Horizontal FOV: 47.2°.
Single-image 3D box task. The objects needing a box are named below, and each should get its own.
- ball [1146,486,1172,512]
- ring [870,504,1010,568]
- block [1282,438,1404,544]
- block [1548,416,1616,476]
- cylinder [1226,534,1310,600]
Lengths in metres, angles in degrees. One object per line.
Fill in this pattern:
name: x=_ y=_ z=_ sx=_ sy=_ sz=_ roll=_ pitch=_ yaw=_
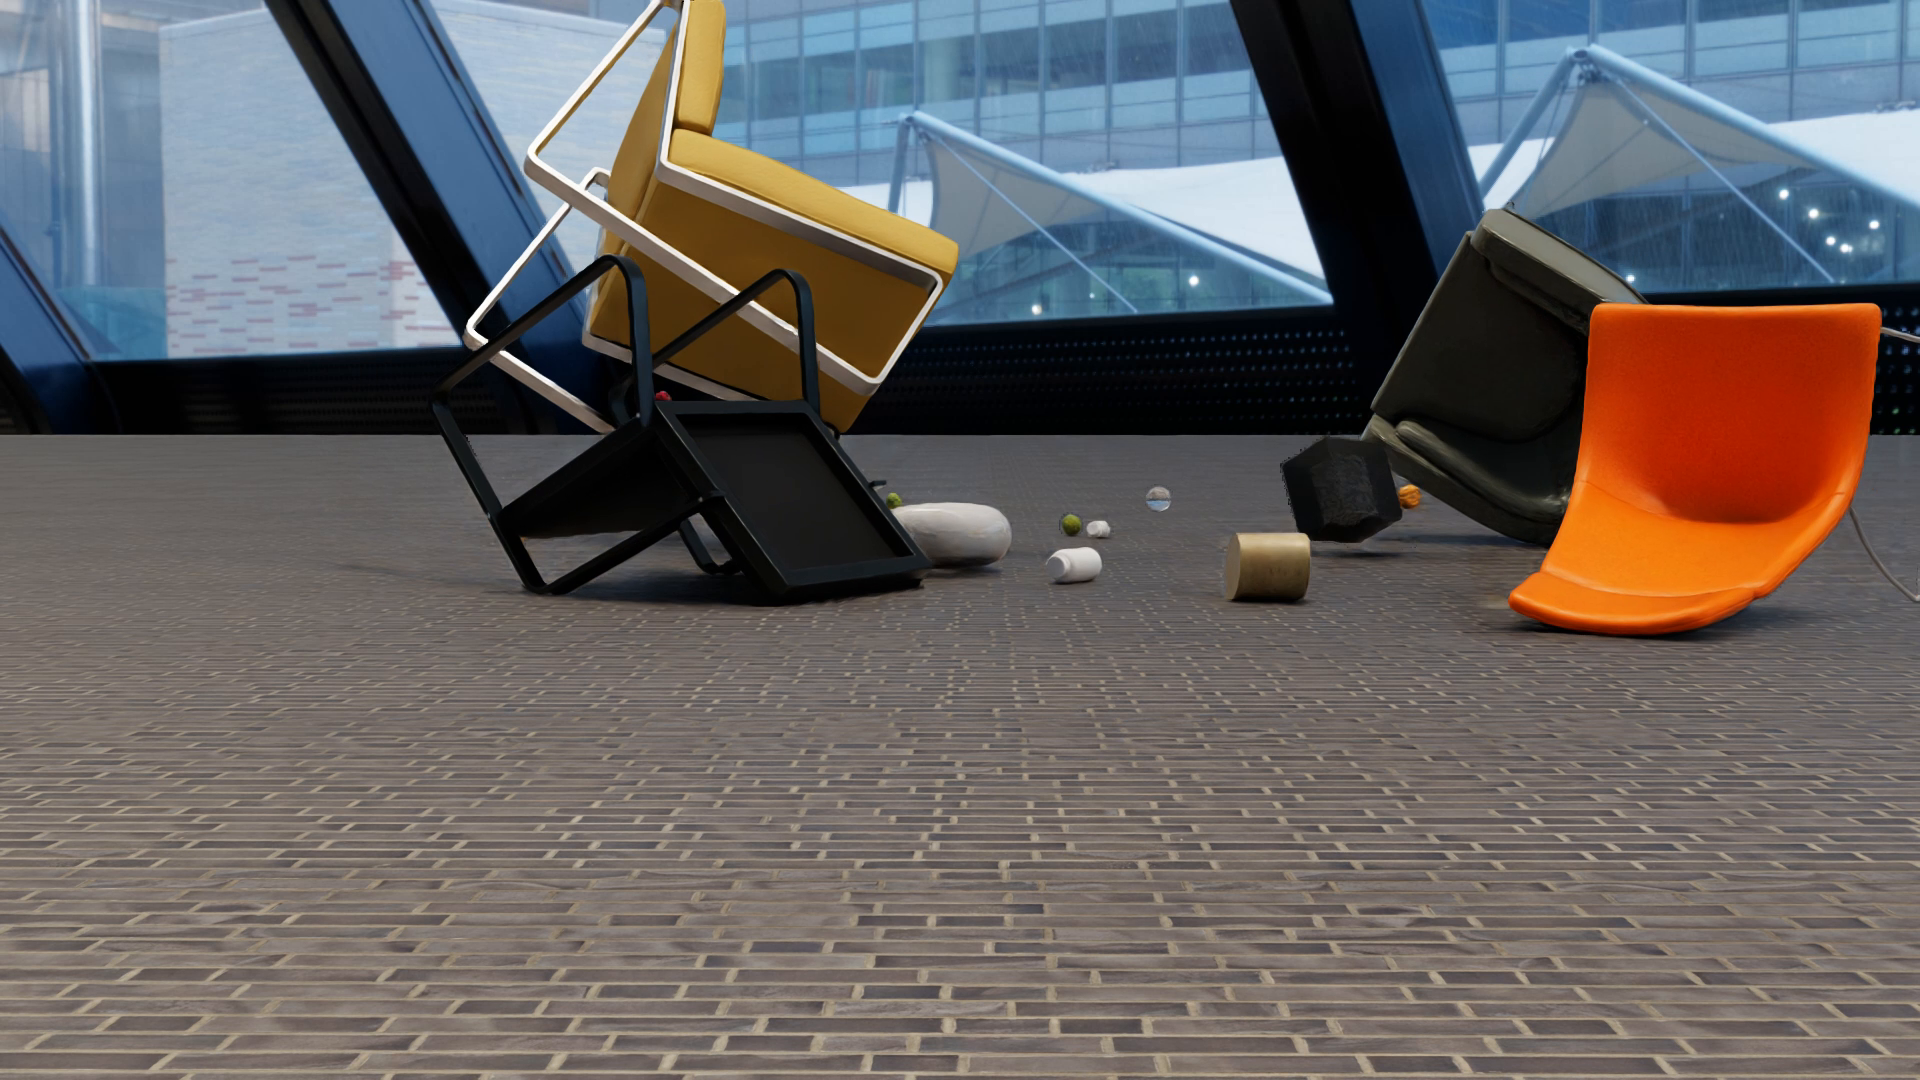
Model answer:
ball: x=0.731 y=-0.151 z=8.083 sx=0.092 sy=0.092 sz=0.092 roll=0 pitch=4 yaw=0
ring: x=-0.047 y=-0.008 z=5.414 sx=0.348 sy=0.135 sz=0.345 roll=-5 pitch=-8 yaw=24
block: x=1.038 y=-0.132 z=5.976 sx=0.218 sy=0.220 sz=0.180 roll=4 pitch=-25 yaw=-34
block: x=1.938 y=-0.292 z=6.852 sx=0.150 sy=0.112 sz=0.153 roll=-4 pitch=-31 yaw=-4
cylinder: x=0.652 y=0.057 z=4.657 sx=0.148 sy=0.128 sz=0.180 roll=0 pitch=-30 yaw=-3
